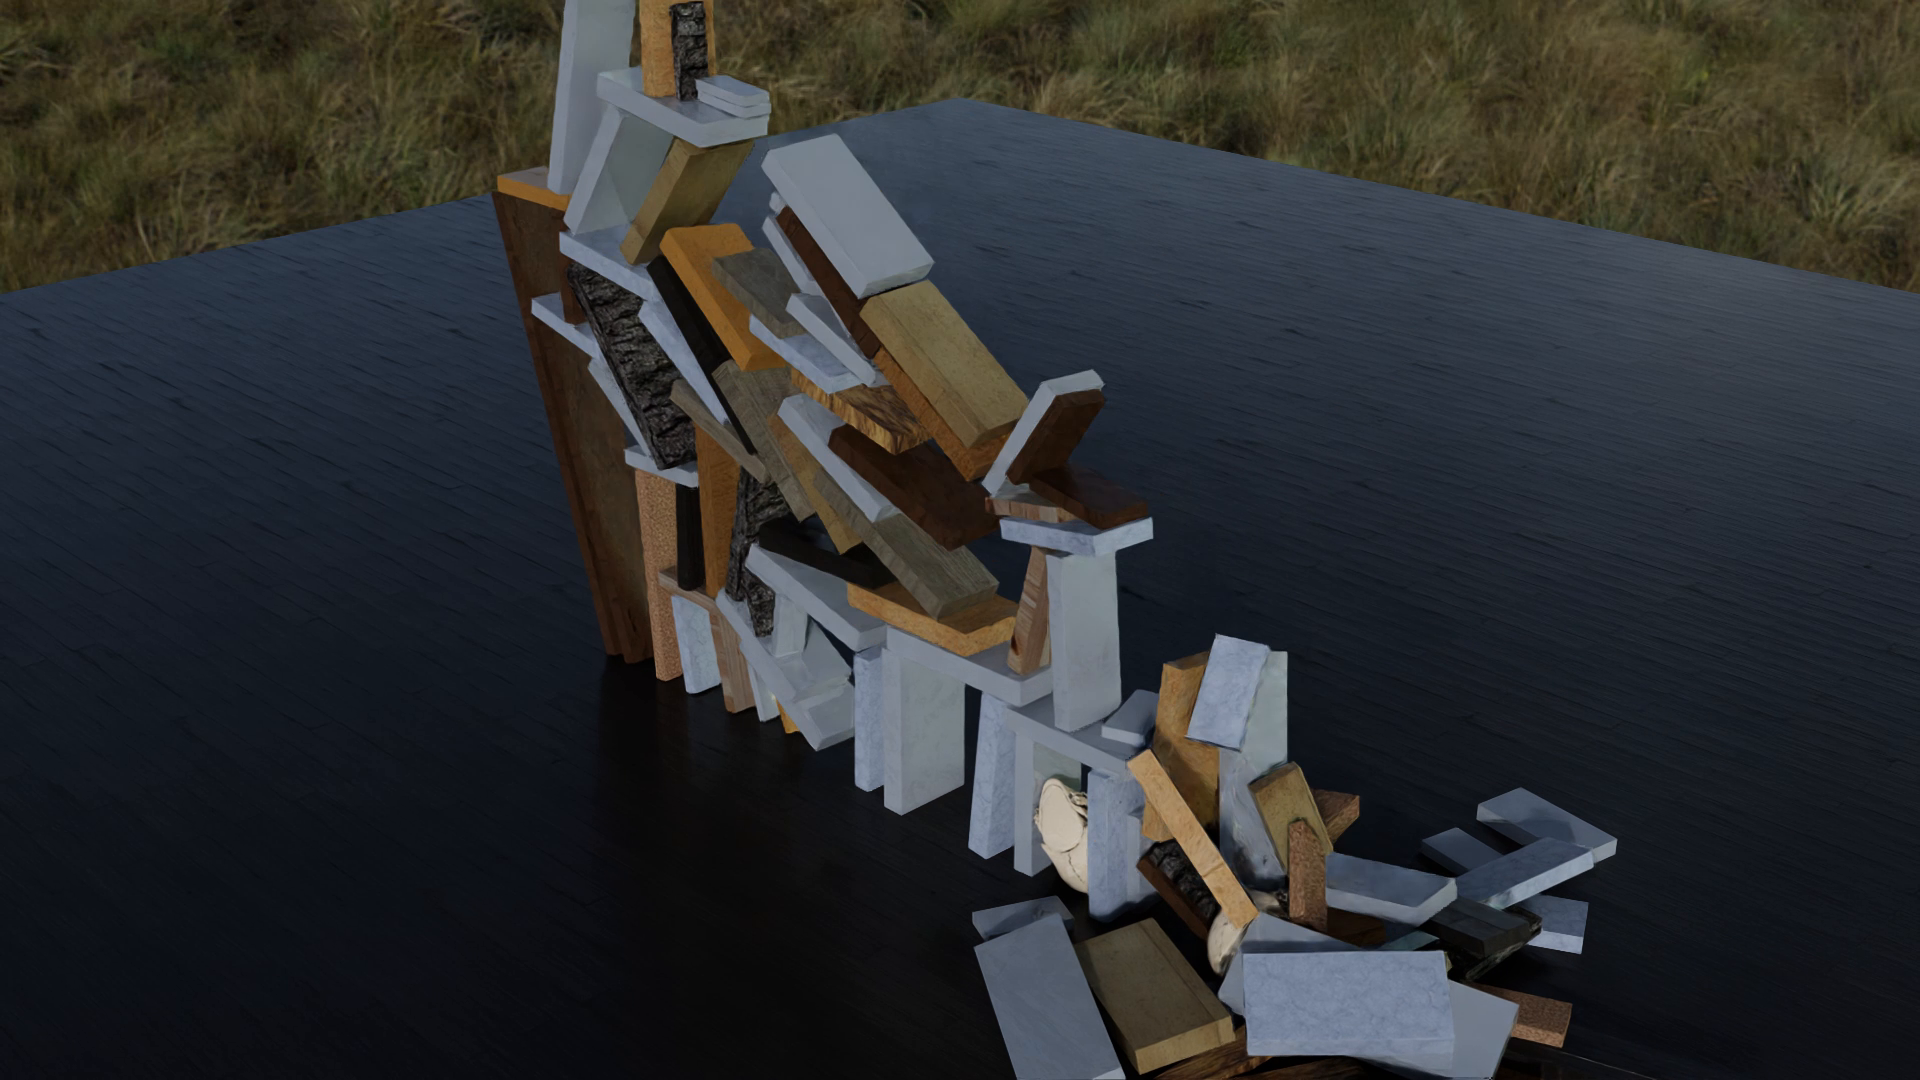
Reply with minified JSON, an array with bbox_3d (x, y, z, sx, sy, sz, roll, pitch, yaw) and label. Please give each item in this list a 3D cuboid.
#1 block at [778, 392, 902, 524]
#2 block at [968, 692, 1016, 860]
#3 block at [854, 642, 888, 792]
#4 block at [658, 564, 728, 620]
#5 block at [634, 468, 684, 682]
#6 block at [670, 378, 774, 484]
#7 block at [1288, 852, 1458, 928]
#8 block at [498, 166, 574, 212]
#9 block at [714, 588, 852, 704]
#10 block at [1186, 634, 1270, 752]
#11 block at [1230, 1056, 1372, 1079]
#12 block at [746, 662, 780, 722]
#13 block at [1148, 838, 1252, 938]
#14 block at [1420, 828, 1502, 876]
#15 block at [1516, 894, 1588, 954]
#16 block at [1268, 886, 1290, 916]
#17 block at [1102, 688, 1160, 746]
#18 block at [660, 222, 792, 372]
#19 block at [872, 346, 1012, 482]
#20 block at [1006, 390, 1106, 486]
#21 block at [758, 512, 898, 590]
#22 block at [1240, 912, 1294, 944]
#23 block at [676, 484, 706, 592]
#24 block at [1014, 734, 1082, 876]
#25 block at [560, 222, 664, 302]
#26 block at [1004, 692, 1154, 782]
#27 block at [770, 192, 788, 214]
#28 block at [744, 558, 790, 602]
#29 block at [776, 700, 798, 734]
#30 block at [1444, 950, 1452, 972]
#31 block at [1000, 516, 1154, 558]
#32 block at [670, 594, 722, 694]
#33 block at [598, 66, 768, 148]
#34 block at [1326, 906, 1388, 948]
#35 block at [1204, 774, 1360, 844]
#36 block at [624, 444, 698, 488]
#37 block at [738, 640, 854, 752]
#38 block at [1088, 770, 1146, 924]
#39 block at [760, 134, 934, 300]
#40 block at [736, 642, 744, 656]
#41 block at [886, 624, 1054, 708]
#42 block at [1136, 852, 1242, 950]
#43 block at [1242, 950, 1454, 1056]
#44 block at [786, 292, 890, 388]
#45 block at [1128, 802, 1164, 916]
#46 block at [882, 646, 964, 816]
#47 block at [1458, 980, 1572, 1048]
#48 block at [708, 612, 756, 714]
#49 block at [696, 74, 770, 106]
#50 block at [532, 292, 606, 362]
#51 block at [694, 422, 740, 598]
[{"bbox_3d":[-0.205,-0.177,4.366,0.157,0.044,0.314,-21,61,-42],"label":"block"},{"bbox_3d":[0.111,0.430,4.282,0.180,0.360,0.051,-20,36,-39],"label":"block"},{"bbox_3d":[-0.148,0.355,4.537,0.043,0.301,0.151,22,31,39],"label":"block"},{"bbox_3d":[-0.549,0.105,4.867,0.229,0.032,0.114,24,33,37],"label":"block"},{"bbox_3d":[-0.650,0.064,4.961,0.122,0.506,0.035,-21,27,-41],"label":"block"},{"bbox_3d":[-0.448,-0.245,4.618,0.159,0.045,0.319,-20,51,-41],"label":"block"},{"bbox_3d":[0.738,0.624,3.937,0.265,0.038,0.133,7,21,43],"label":"block"},{"bbox_3d":[-0.893,-0.777,4.858,0.255,0.036,0.127,21,31,39],"label":"block"},{"bbox_3d":[-0.380,0.207,4.718,0.151,0.043,0.301,-19,59,-38],"label":"block"},{"bbox_3d":[0.477,0.271,3.903,0.097,0.194,0.028,12,-15,23],"label":"block"},{"bbox_3d":[0.558,0.907,3.582,0.234,0.033,0.117,-7,24,-16],"label":"block"},{"bbox_3d":[-0.423,0.324,4.827,0.067,0.133,0.019,-21,15,-41],"label":"block"},{"bbox_3d":[0.452,0.629,4.035,0.204,0.029,0.102,45,36,19],"label":"block"},{"bbox_3d":[0.994,0.622,4.262,0.094,0.027,0.189,-14,27,-30],"label":"block"},{"bbox_3d":[1.030,0.697,4.074,0.248,0.035,0.124,8,24,18],"label":"block"},{"bbox_3d":[0.621,0.682,4.079,0.117,0.059,0.017,19,30,38],"label":"block"},{"bbox_3d":[0.335,0.328,4.072,0.085,0.024,0.169,11,25,25],"label":"block"},{"bbox_3d":[-0.450,-0.499,4.495,0.178,0.050,0.355,-12,58,-41],"label":"block"},{"bbox_3d":[-0.015,-0.254,4.103,0.151,0.043,0.301,-22,68,-43],"label":"block"},{"bbox_3d":[0.172,-0.185,3.962,0.104,0.207,0.029,-12,57,-40],"label":"block"},{"bbox_3d":[-0.235,0.011,4.507,0.344,0.049,0.172,19,29,41],"label":"block"},{"bbox_3d":[0.574,0.722,4.039,0.117,0.017,0.058,-19,30,-38],"label":"block"},{"bbox_3d":[-0.562,-0.021,4.807,0.035,0.245,0.122,22,32,37],"label":"block"},{"bbox_3d":[0.170,0.482,4.240,0.043,0.301,0.151,19,29,37],"label":"block"},{"bbox_3d":[-0.698,-0.603,4.723,0.320,0.045,0.160,30,37,35],"label":"block"},{"bbox_3d":[0.244,0.355,4.095,0.151,0.043,0.301,-21,30,-40],"label":"block"},{"bbox_3d":[-0.276,-0.625,4.345,0.109,0.031,0.219,-1,32,-38],"label":"block"},{"bbox_3d":[-0.380,0.074,4.615,0.071,0.020,0.142,-19,46,-42],"label":"block"},{"bbox_3d":[-0.366,0.347,4.779,0.067,0.133,0.019,-19,3,-37],"label":"block"},{"bbox_3d":[0.733,0.780,3.785,0.232,0.033,0.116,-28,7,-38],"label":"block"},{"bbox_3d":[0.209,-0.021,3.974,0.136,0.039,0.272,-17,17,-33],"label":"block"},{"bbox_3d":[-0.579,0.219,4.948,0.032,0.229,0.114,9,23,44],"label":"block"},{"bbox_3d":[-0.566,-0.889,4.479,0.171,0.048,0.342,-21,40,-40],"label":"block"},{"bbox_3d":[0.679,0.674,3.939,0.102,0.029,0.203,-13,16,-7],"label":"block"},{"bbox_3d":[0.616,0.538,4.376,0.317,0.045,0.158,6,22,34],"label":"block"},{"bbox_3d":[-0.612,-0.172,4.813,0.122,0.035,0.245,-21,28,-39],"label":"block"},{"bbox_3d":[-0.327,0.306,4.711,0.151,0.043,0.301,-19,59,-38],"label":"block"},{"bbox_3d":[0.300,0.545,4.087,0.043,0.301,0.151,16,27,37],"label":"block"},{"bbox_3d":[-0.213,-0.616,4.163,0.168,0.048,0.336,-23,70,-38],"label":"block"},{"bbox_3d":[-0.420,0.251,4.803,0.067,0.019,0.133,-21,37,-39],"label":"block"},{"bbox_3d":[0.047,0.215,4.260,0.360,0.051,0.180,21,31,41],"label":"block"},{"bbox_3d":[0.428,0.652,4.049,0.102,0.029,0.204,-20,61,-47],"label":"block"},{"bbox_3d":[0.633,0.759,3.608,0.330,0.047,0.165,-2,47,6],"label":"block"},{"bbox_3d":[-0.204,-0.390,4.237,0.131,0.037,0.261,-12,47,-48],"label":"block"},{"bbox_3d":[0.355,0.588,4.112,0.029,0.204,0.102,16,27,37],"label":"block"},{"bbox_3d":[-0.072,0.360,4.451,0.180,0.360,0.051,-21,31,-41],"label":"block"},{"bbox_3d":[0.922,0.792,3.685,0.187,0.027,0.094,9,25,21],"label":"block"},{"bbox_3d":[-0.481,0.255,4.865,0.114,0.229,0.032,-21,18,-40],"label":"block"},{"bbox_3d":[-0.455,-0.900,4.405,0.143,0.020,0.072,28,34,36],"label":"block"},{"bbox_3d":[-0.830,-0.484,4.921,0.129,0.037,0.258,-21,44,-41],"label":"block"},{"bbox_3d":[-0.485,-0.083,4.760,0.159,0.402,0.045,-21,29,-40],"label":"block"}]
